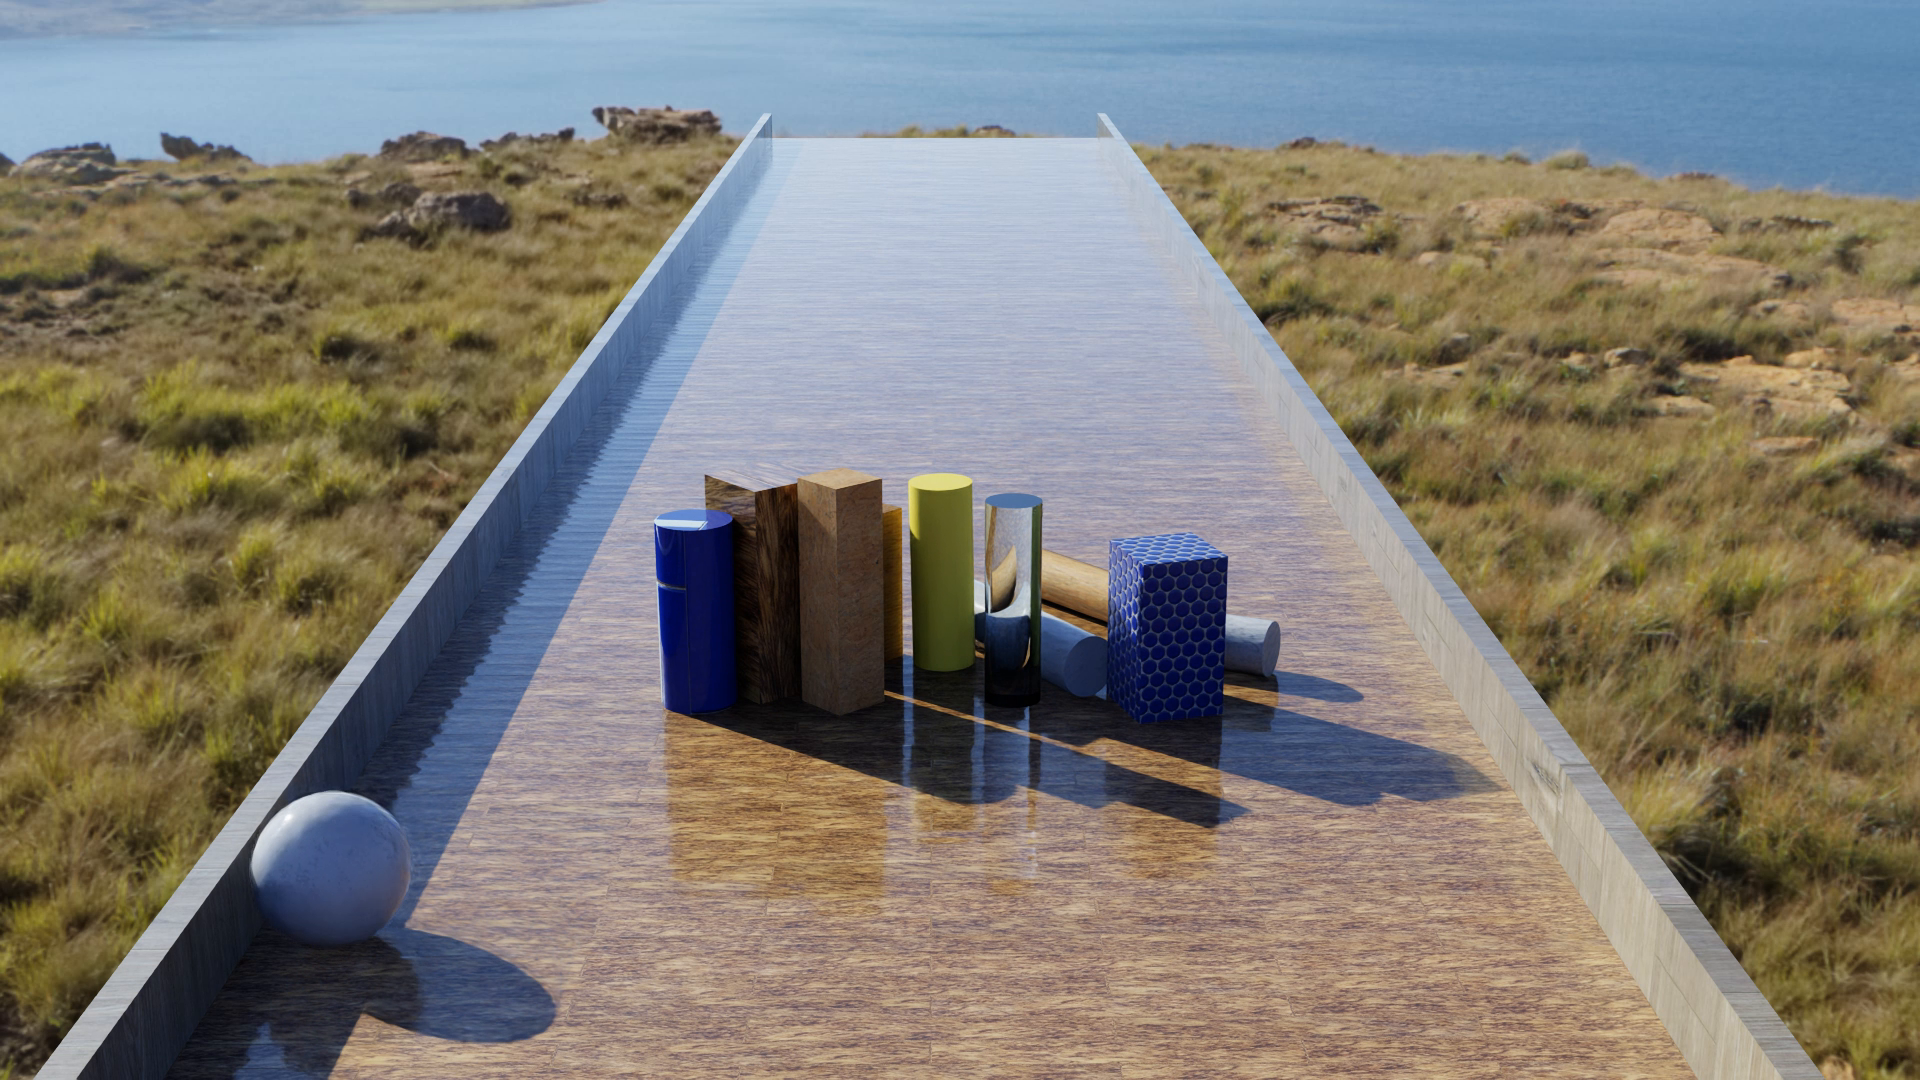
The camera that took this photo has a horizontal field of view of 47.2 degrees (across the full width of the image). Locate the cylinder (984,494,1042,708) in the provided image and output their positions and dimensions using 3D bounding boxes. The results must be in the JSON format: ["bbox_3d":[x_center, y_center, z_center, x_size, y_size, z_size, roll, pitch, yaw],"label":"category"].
[{"bbox_3d":[0.100,0.115,4.153,0.108,0.392,0.108,0,17,0],"label":"cylinder"}]

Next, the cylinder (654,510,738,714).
[{"bbox_3d":[-0.496,0.134,4.144,0.146,0.359,0.146,0,16,0],"label":"cylinder"}]

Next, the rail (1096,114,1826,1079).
[{"bbox_3d":[0.932,-0.844,7.801,0.050,0.150,12.000,0,17,-1],"label":"rail"}]

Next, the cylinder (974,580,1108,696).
[{"bbox_3d":[0.127,0.190,4.373,0.121,0.121,0.436,-11,20,-32],"label":"cylinder"}]

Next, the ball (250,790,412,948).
[{"bbox_3d":[-0.918,0.480,3.214,0.227,0.227,0.227,0,17,0],"label":"ball"}]

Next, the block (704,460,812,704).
[{"bbox_3d":[-0.371,0.079,4.226,0.163,0.419,0.163,-14,22,-39],"label":"block"}]

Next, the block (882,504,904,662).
[{"bbox_3d":[-0.240,0.087,4.393,0.176,0.310,0.176,14,22,39],"label":"block"}]

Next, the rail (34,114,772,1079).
[{"bbox_3d":[-1.118,-0.838,7.780,0.050,0.150,12.000,0,17,-1],"label":"rail"}]

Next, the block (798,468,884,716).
[{"bbox_3d":[-0.223,0.096,4.132,0.112,0.440,0.112,-15,22,-41],"label":"block"}]

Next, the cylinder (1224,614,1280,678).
[{"bbox_3d":[0.467,0.194,4.380,0.320,0.111,0.111,8,18,26],"label":"cylinder"}]

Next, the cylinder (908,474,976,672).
[{"bbox_3d":[-0.035,0.064,4.356,0.125,0.372,0.125,-1,17,0],"label":"cylinder"}]

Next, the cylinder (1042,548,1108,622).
[{"bbox_3d":[0.242,0.095,4.726,0.104,0.104,0.405,-13,21,-37],"label":"cylinder"}]

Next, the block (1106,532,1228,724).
[{"bbox_3d":[0.387,0.163,4.135,0.168,0.309,0.168,-5,17,-17],"label":"block"}]
